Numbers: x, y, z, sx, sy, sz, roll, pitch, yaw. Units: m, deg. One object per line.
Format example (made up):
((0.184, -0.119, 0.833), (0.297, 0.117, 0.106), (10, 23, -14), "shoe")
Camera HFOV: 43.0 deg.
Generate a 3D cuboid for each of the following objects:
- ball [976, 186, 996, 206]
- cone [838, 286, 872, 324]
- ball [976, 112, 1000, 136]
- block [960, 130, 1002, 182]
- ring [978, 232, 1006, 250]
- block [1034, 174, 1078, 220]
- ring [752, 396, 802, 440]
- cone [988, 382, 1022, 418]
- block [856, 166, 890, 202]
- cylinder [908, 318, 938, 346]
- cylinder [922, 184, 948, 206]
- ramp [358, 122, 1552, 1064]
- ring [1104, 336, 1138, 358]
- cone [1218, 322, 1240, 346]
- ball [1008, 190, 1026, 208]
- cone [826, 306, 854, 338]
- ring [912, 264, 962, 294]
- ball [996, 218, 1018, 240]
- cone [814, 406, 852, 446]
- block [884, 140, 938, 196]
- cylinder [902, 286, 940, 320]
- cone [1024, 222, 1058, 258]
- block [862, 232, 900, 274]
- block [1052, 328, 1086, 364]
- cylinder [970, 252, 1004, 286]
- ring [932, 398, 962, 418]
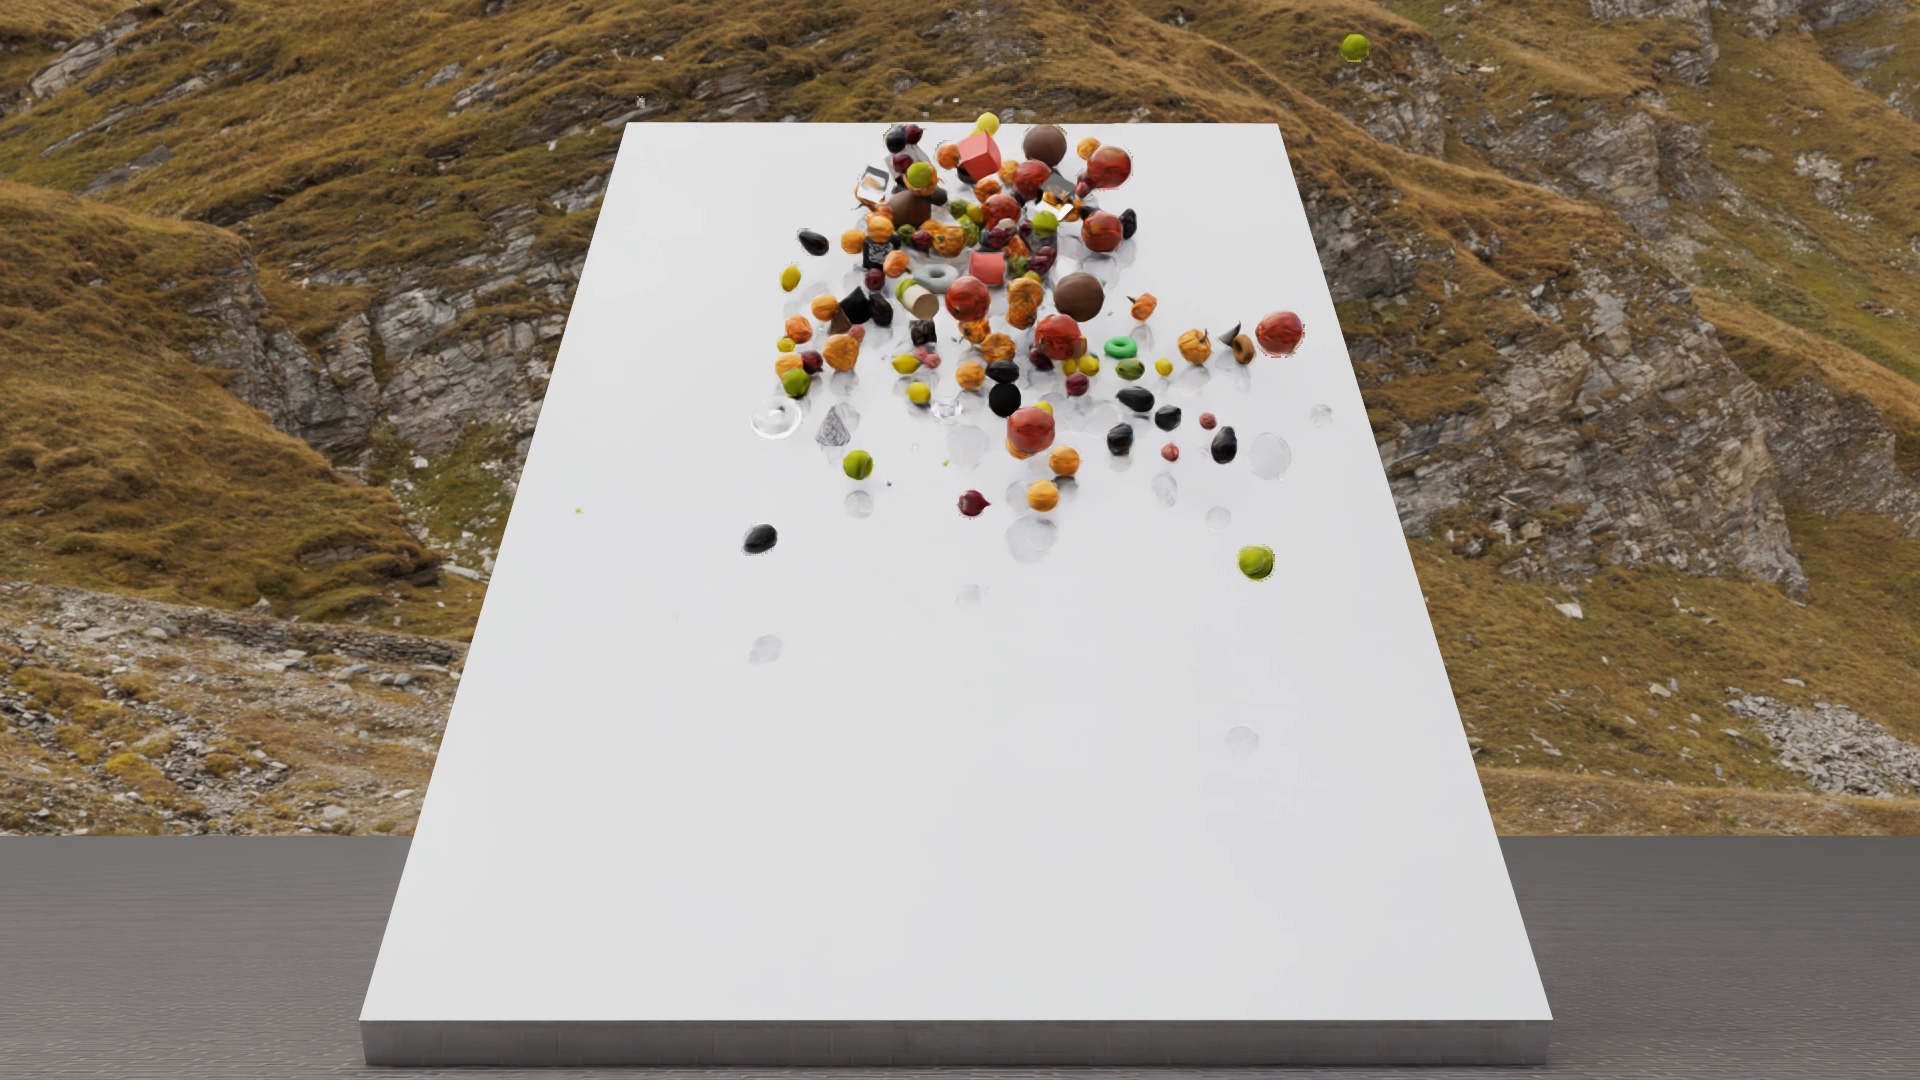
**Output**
((0.076, -0.982, 6.952), (0.055, 0.055, 0.055), (0, -7, 0), "ball")
((-0.266, -0.625, 6.301), (0.094, 0.094, 0.094), (1, -38, -10), "cone")
((0.082, -1.204, 7.066), (0.067, 0.067, 0.067), (0, -7, 0), "ball")
((0.054, -1.020, 6.467), (0.080, 0.080, 0.080), (-20, -38, 22), "block")
((0.089, -0.826, 6.716), (0.080, 0.027, 0.080), (9, 32, -6), "ring")
((0.264, -0.946, 6.720), (0.078, 0.078, 0.078), (31, -37, 15), "block")
((-0.437, -0.292, 5.801), (0.123, 0.123, 0.041), (-2, -37, 13), "ring")
((0.094, -0.341, 5.918), (0.085, 0.085, 0.085), (3, 4, -21), "cone")
((-0.236, -0.966, 6.619), (0.064, 0.064, 0.064), (17, -26, -14), "block")
((-0.094, -0.530, 6.194), (0.062, 0.062, 0.062), (-18, -5, -7), "cylinder")
((-0.071, -0.979, 6.927), (0.052, 0.052, 0.052), (12, -13, -39), "cylinder")
((-0.014, -0.196, 5.814), (2.000, 0.100, 4.000), (0, 31, 0), "ramp")
((0.407, -0.487, 6.170), (0.087, 0.029, 0.087), (-1, 31, 1), "ring")
((0.693, -0.523, 6.163), (0.065, 0.065, 0.065), (28, 11, -6), "cone")
((0.162, -0.968, 6.926), (0.054, 0.054, 0.054), (0, -7, 0), "ball")
((-0.307, -0.569, 6.257), (0.072, 0.072, 0.072), (0, 31, 0), "cone")
((-0.062, -0.697, 6.496), (0.130, 0.043, 0.130), (-1, 33, 0), "ring")
((0.126, -0.834, 6.535), (0.056, 0.056, 0.056), (0, -7, 0), "ball")
((-0.303, -0.281, 5.770), (0.088, 0.088, 0.088), (0, 31, 0), "cone")
((-0.140, -1.064, 6.967), (0.095, 0.095, 0.095), (-35, -39, 16), "block")
((-0.099, -0.593, 6.100), (0.072, 0.072, 0.072), (3, 21, -27), "cylinder")
((0.202, -0.819, 6.694), (0.096, 0.096, 0.096), (4, -2, -33), "cone")
((-0.212, -0.779, 6.596), (0.077, 0.077, 0.077), (12, 34, 19), "block")
((0.276, -0.488, 6.139), (0.060, 0.060, 0.060), (-17, 35, -26), "block")
((0.071, -0.720, 6.478), (0.082, 0.082, 0.082), (2, -7, -8), "cylinder")
((-0.032, -0.320, 5.895), (0.076, 0.025, 0.076), (0, 35, 0), "ring")
